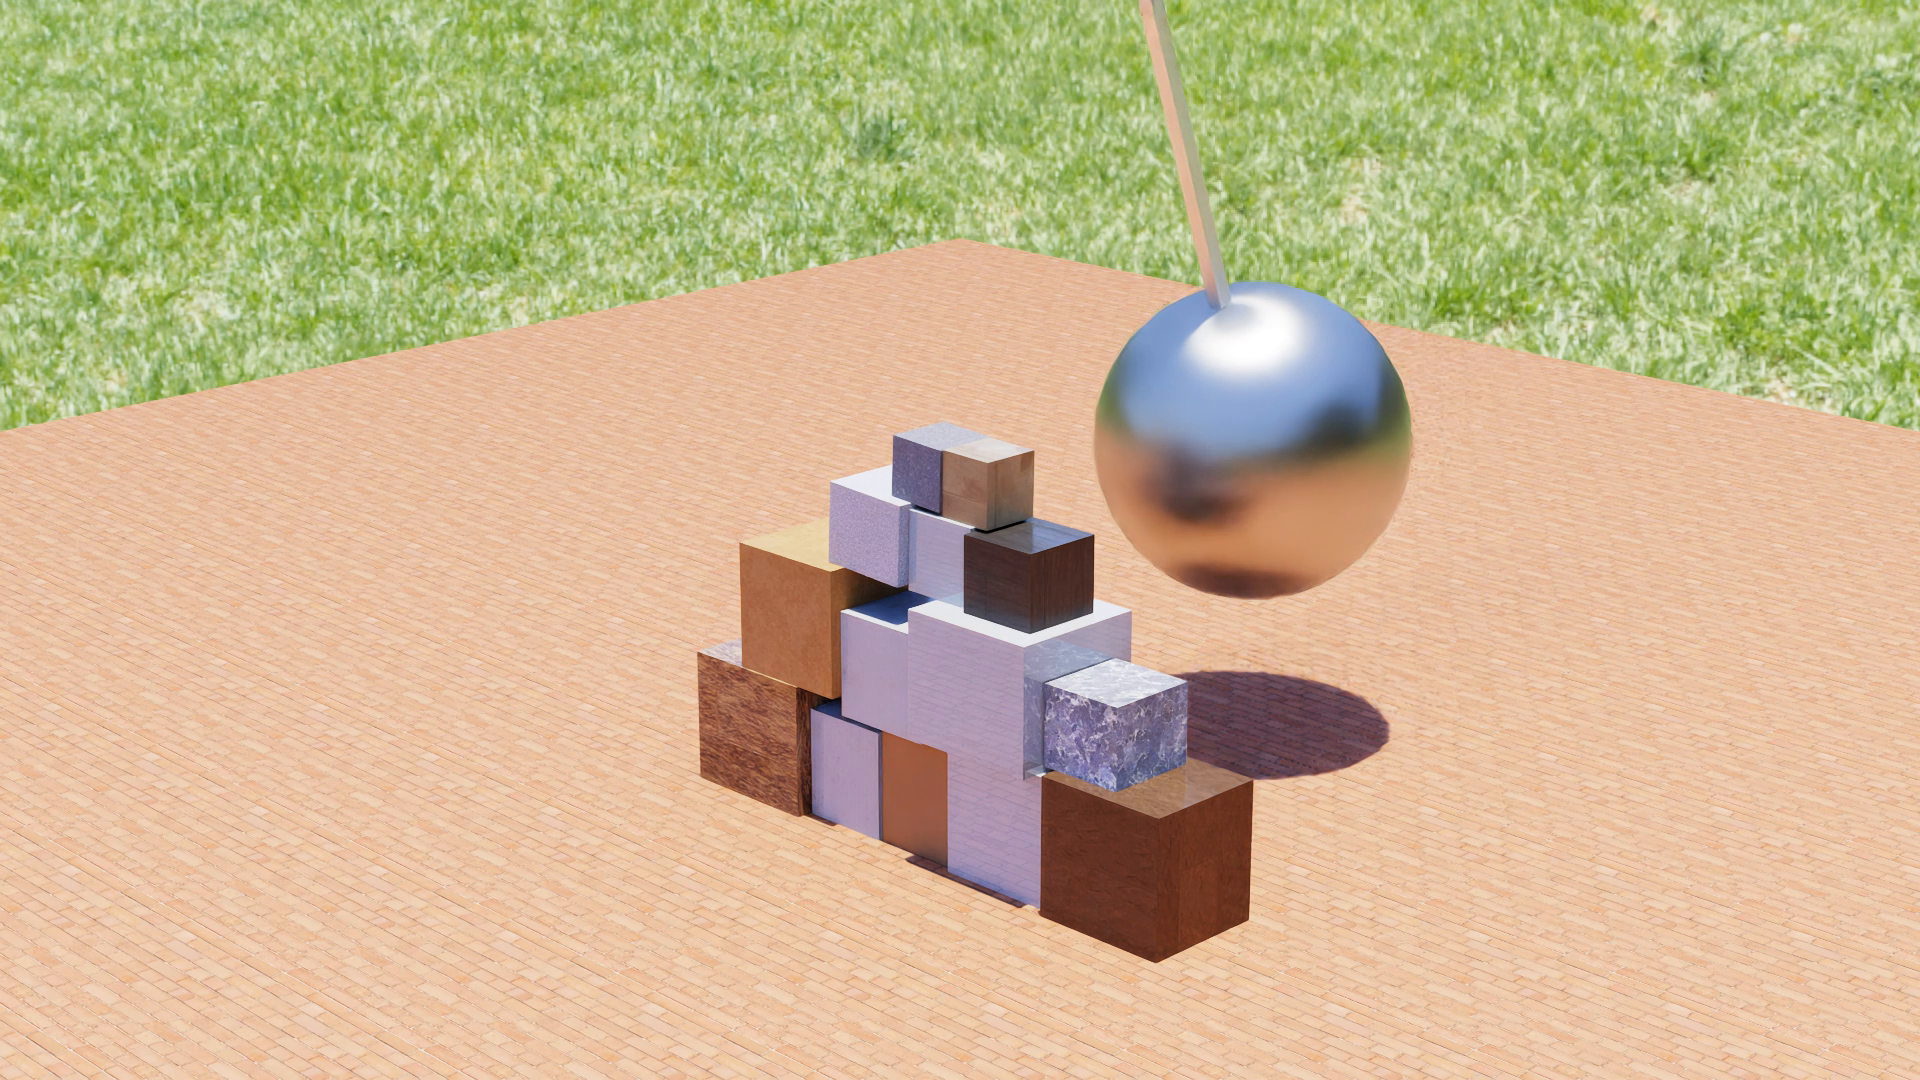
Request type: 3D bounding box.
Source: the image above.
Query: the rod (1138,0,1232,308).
[{"bbox_3d":[0.636,-3.291,12.974,0.080,5.200,0.080,17,44,42],"label":"rod"}]

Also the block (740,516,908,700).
[{"bbox_3d":[-0.603,0.312,14.076,0.632,0.630,0.642,-17,24,-42],"label":"block"}]

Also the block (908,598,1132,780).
[{"bbox_3d":[0.269,0.609,13.253,0.701,0.621,0.721,-17,24,-42],"label":"block"}]

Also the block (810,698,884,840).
[{"bbox_3d":[-0.366,1.057,14.082,0.515,0.540,0.466,-17,24,-42],"label":"block"}]

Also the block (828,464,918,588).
[{"bbox_3d":[-0.279,-0.076,13.622,0.465,0.394,0.464,-17,27,-42],"label":"block"}]

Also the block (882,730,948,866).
[{"bbox_3d":[-0.031,1.141,13.754,0.472,0.576,0.465,-17,24,-42],"label":"block"}]

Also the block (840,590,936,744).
[{"bbox_3d":[-0.175,0.578,13.722,0.543,0.517,0.533,-17,24,-42],"label":"block"}]

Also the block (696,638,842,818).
[{"bbox_3d":[-0.792,0.867,14.472,0.686,0.667,0.724,-17,24,-42],"label":"block"}]

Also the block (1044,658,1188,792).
[{"bbox_3d":[0.685,0.809,12.886,0.461,0.389,0.427,-17,24,-42],"label":"block"}]

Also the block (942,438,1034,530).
[{"bbox_3d":[0.127,-0.253,13.148,0.299,0.315,0.279,-17,25,-42],"label":"block"}]

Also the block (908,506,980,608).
[{"bbox_3d":[0.033,0.051,13.346,0.362,0.385,0.393,-17,25,-42],"label":"block"}]

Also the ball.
[{"bbox_3d":[1.467,-0.497,14.723,1.600,1.600,1.600,0,17,0],"label":"ball"}]

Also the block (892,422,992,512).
[{"bbox_3d":[-0.084,-0.334,13.341,0.326,0.292,0.307,-17,27,-42],"label":"block"}]

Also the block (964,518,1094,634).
[{"bbox_3d":[0.307,0.151,13.061,0.412,0.368,0.410,-17,24,-42],"label":"block"}]

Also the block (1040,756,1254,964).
[{"bbox_3d":[0.819,1.358,12.907,0.626,0.670,0.683,-17,24,-42],"label":"block"}]

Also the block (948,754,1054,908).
[{"bbox_3d":[0.359,1.231,13.369,0.550,0.635,0.625,-17,24,-42],"label":"block"}]
